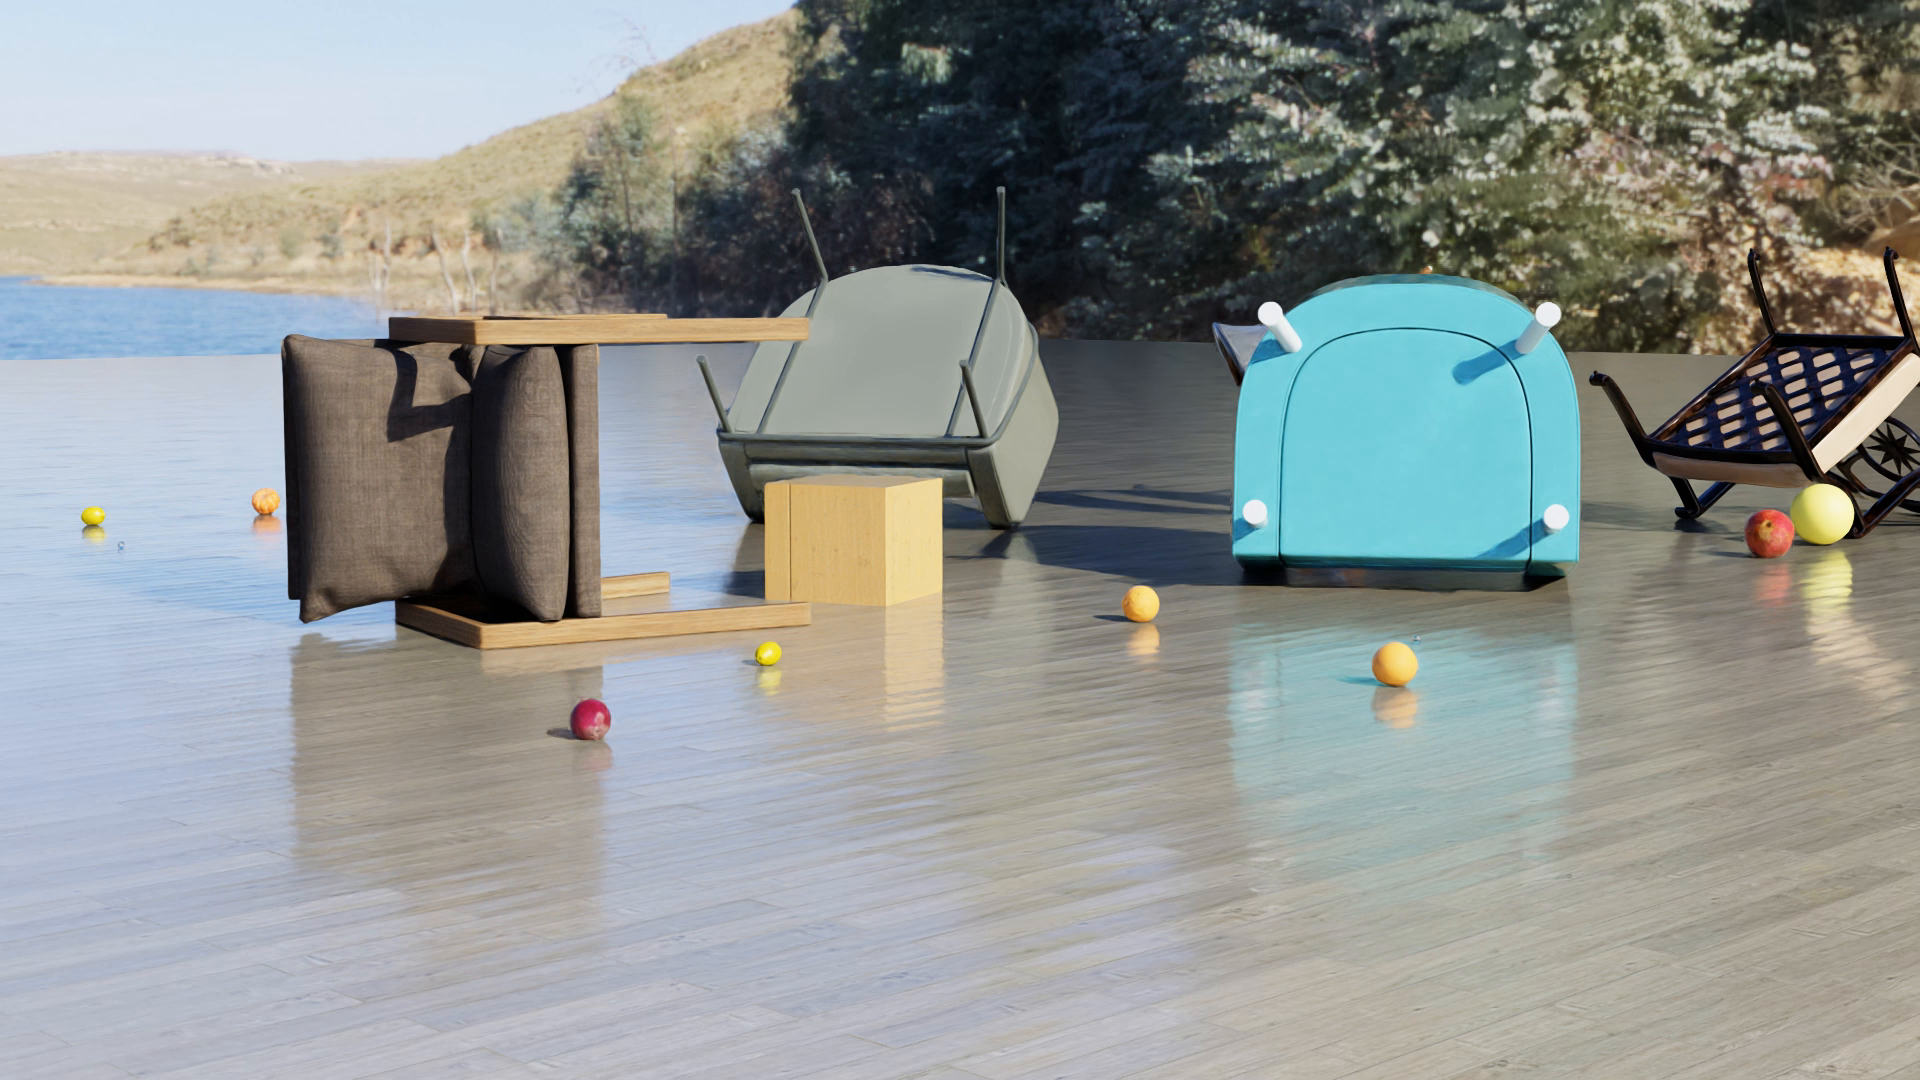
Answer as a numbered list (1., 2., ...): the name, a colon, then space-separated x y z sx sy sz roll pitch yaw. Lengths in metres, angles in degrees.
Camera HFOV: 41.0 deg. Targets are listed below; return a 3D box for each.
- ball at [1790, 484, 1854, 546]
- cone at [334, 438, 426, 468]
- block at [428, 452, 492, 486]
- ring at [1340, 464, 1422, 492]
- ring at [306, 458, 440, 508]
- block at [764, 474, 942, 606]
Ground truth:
1. ball: 2.112 -0.063 6.287 0.150 0.150 0.150 0 6 0
2. cone: -1.723 -0.161 7.528 0.309 0.206 0.160 -26 -19 -30
3. block: -1.592 -0.229 8.178 0.131 0.094 0.158 3 7 28
4. ring: 1.293 -0.190 7.895 0.285 0.075 0.203 -5 6 -32
5. ring: -1.677 -0.162 7.333 0.380 0.114 0.207 2 13 -5
6. block: -0.217 -0.004 5.291 0.273 0.238 0.271 3 6 24
